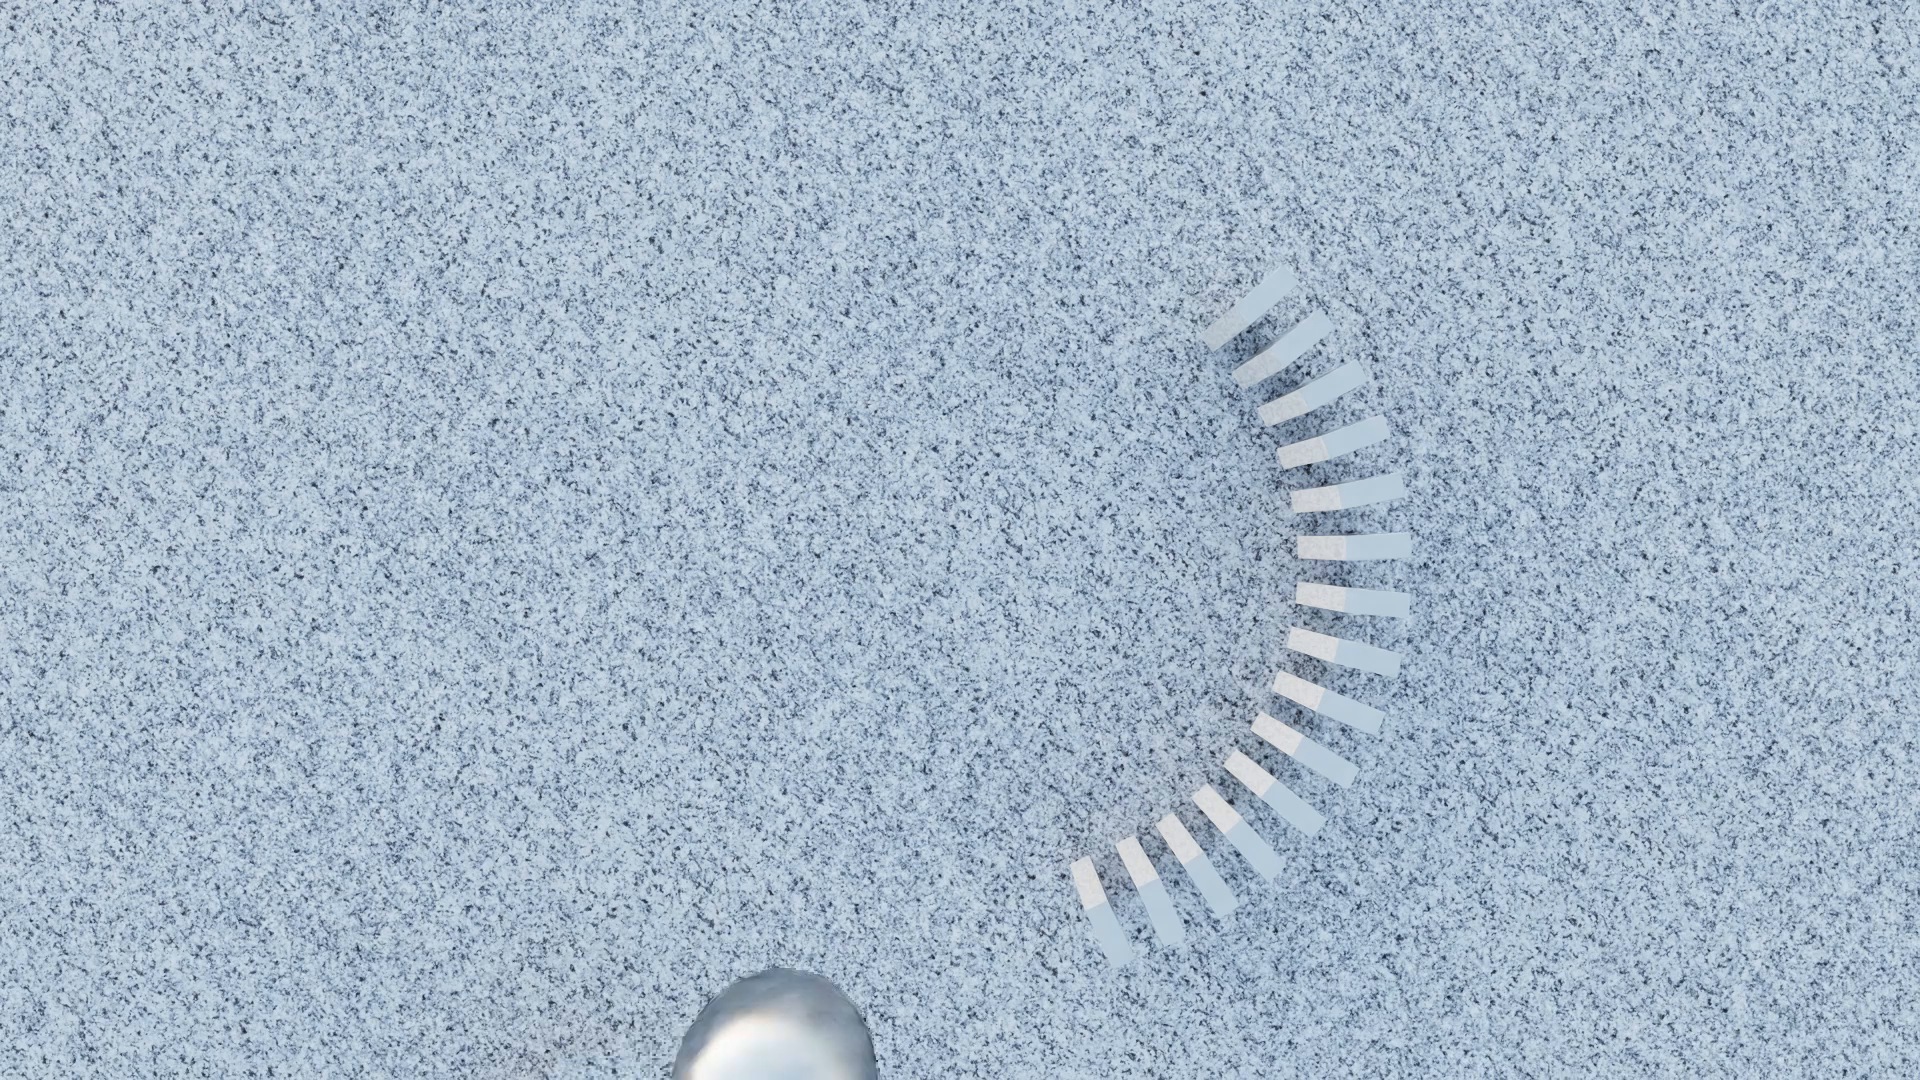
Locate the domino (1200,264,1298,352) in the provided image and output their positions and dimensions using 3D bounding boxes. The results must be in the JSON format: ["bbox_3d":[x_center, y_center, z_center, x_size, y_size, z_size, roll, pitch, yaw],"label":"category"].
[{"bbox_3d":[0.117,-0.094,0.375,0.025,0.050,0.010,-40,90,0],"label":"domino"}]

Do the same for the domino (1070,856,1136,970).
[{"bbox_3d":[0.057,0.151,0.375,0.009,0.050,0.025,-26,90,0],"label":"domino"}]

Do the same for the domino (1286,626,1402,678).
[{"bbox_3d":[0.156,0.045,0.375,0.025,0.050,0.009,14,90,0],"label":"domino"}]

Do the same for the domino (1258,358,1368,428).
[{"bbox_3d":[0.143,-0.059,0.375,0.025,0.050,0.009,-28,90,0],"label":"domino"}]

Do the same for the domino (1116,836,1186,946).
[{"bbox_3d":[0.077,0.142,0.375,0.009,0.050,0.025,-25,90,0],"label":"domino"}]

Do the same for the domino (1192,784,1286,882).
[{"bbox_3d":[0.113,0.118,0.375,0.009,0.050,0.025,-43,90,0],"label":"domino"}]

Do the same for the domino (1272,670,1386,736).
[{"bbox_3d":[0.149,0.066,0.375,0.025,0.050,0.009,22,90,0],"label":"domino"}]

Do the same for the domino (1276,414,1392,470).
[{"bbox_3d":[0.151,-0.040,0.375,0.025,0.050,0.010,-20,90,0],"label":"domino"}]

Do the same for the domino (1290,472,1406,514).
[{"bbox_3d":[0.157,-0.019,0.375,0.025,0.050,0.009,-11,90,0],"label":"domino"}]

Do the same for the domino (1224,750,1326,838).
[{"bbox_3d":[0.127,0.103,0.375,0.025,0.050,0.009,39,90,0],"label":"domino"}]

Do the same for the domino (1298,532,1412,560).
[{"bbox_3d":[0.160,0.003,0.375,0.025,0.050,0.009,-3,90,0],"label":"domino"}]

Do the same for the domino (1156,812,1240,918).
[{"bbox_3d":[0.096,0.132,0.375,0.009,0.050,0.025,-34,90,0],"label":"domino"}]

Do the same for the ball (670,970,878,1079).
[{"bbox_3d":[-0.073,0.213,0.360,0.080,0.080,0.080,0,90,0],"label":"ball"}]

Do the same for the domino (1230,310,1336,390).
[{"bbox_3d":[0.131,-0.077,0.375,0.025,0.050,0.009,-38,90,0],"label":"domino"}]

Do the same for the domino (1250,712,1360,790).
[{"bbox_3d":[0.140,0.085,0.375,0.025,0.050,0.010,30,90,0],"label":"domino"}]

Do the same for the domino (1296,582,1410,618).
[{"bbox_3d":[0.159,0.024,0.375,0.025,0.050,0.009,5,90,0],"label":"domino"}]
